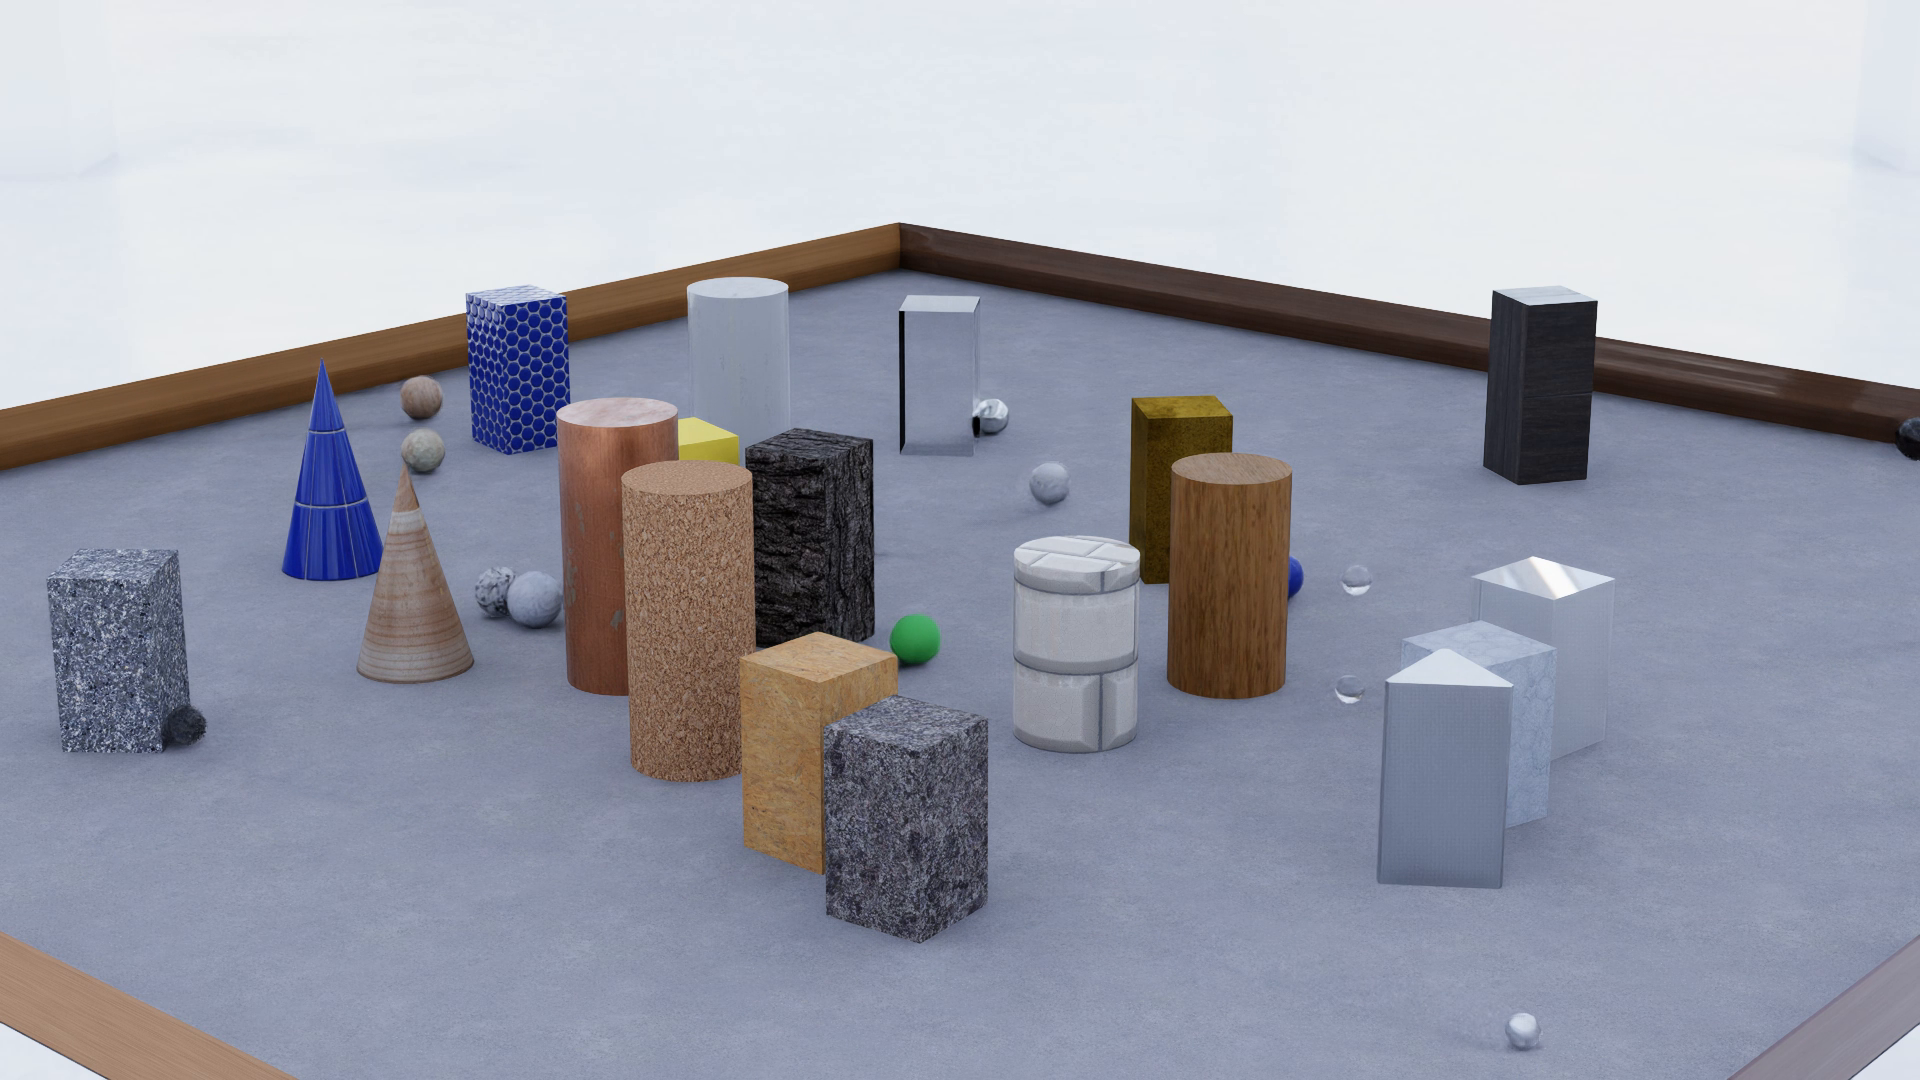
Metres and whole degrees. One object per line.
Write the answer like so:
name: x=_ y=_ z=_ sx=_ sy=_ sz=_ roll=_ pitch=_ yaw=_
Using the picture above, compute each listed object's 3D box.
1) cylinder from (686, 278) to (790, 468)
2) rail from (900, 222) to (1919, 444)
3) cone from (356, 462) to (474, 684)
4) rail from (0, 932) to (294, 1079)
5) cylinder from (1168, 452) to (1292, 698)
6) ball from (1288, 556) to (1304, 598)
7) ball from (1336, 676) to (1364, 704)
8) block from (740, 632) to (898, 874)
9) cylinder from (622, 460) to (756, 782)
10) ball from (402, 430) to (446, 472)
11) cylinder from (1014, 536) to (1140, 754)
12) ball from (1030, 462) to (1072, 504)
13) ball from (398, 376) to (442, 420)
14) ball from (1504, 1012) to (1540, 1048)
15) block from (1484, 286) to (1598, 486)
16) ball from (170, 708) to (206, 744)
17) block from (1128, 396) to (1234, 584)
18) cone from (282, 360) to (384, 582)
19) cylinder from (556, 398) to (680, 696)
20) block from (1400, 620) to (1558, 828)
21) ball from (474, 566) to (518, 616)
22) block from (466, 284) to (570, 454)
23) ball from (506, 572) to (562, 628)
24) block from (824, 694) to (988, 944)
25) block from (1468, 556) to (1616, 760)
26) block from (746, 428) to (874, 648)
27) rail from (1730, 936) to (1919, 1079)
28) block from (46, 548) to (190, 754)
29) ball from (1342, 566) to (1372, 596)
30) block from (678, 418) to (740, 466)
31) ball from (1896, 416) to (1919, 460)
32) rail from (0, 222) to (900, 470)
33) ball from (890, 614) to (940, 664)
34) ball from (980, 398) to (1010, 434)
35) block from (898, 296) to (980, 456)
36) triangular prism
cylinder: x=-0.415 y=-0.260 z=5.537 sx=0.189 sy=0.441 sz=0.189 roll=0 pitch=17 yaw=0
rail: x=1.317 y=-0.408 z=6.573 sx=3.961 sy=0.123 sz=0.045 roll=14 pitch=22 yaw=39
cone: x=-0.885 y=0.037 z=4.718 sx=0.189 sy=0.346 sz=0.189 roll=0 pitch=17 yaw=0
rail: x=-1.317 y=0.470 z=3.669 sx=3.961 sy=0.123 sz=0.045 roll=14 pitch=22 yaw=39
cylinder: x=0.426 y=0.055 z=4.650 sx=0.189 sy=0.350 sz=0.189 roll=0 pitch=17 yaw=0
ball: x=0.555 y=0.063 z=5.084 sx=0.083 sy=0.083 sz=0.083 roll=0 pitch=17 yaw=0
ball: x=0.611 y=0.234 z=4.588 sx=0.045 sy=0.045 sz=0.045 roll=0 pitch=17 yaw=0
block: x=-0.191 y=0.289 z=4.008 sx=0.151 sy=0.274 sz=0.151 roll=15 pitch=22 yaw=40
cylinder: x=-0.395 y=0.117 z=4.298 sx=0.189 sy=0.435 sz=0.189 roll=0 pitch=17 yaw=0
ball: x=-1.076 y=-0.179 z=5.881 sx=0.087 sy=0.087 sz=0.087 roll=0 pitch=17 yaw=0
cylinder: x=0.175 y=0.156 z=4.430 sx=0.189 sy=0.284 sz=0.189 roll=0 pitch=17 yaw=0
ball: x=0.174 y=-0.108 z=5.657 sx=0.081 sy=0.081 sz=0.081 roll=0 pitch=17 yaw=0
ball: x=-1.157 y=-0.305 z=6.287 sx=0.093 sy=0.093 sz=0.093 roll=0 pitch=17 yaw=0
ball: x=0.662 y=0.578 z=3.453 sx=0.042 sy=0.042 sz=0.042 roll=0 pitch=17 yaw=0
block: x=1.153 y=-0.309 z=5.833 sx=0.151 sy=0.363 sz=0.151 roll=-5 pitch=18 yaw=-17
ball: x=-1.163 y=0.280 z=4.418 sx=0.054 sy=0.054 sz=0.054 roll=0 pitch=17 yaw=0
block: x=0.391 y=-0.091 z=5.216 sx=0.151 sy=0.302 sz=0.151 roll=-2 pitch=17 yaw=-7
cone: x=-1.126 y=-0.138 z=5.227 sx=0.189 sy=0.387 sz=0.189 roll=0 pitch=17 yaw=0
cylinder: x=-0.536 y=0.009 z=4.651 sx=0.189 sy=0.438 sz=0.189 roll=0 pitch=17 yaw=0
block: x=0.725 y=0.265 z=4.129 sx=0.151 sy=0.251 sz=0.151 roll=-11 pitch=20 yaw=-33
ball: x=-0.786 y=0.087 z=5.006 sx=0.083 sy=0.083 sz=0.083 roll=0 pitch=17 yaw=0
block: x=-0.913 y=-0.354 z=6.070 sx=0.151 sy=0.313 sz=0.151 roll=-12 pitch=21 yaw=-35
ball: x=-0.717 y=0.100 z=4.943 sx=0.094 sy=0.094 sz=0.094 roll=0 pitch=17 yaw=0
block: x=-0.069 y=0.359 z=3.799 sx=0.151 sy=0.261 sz=0.151 roll=12 pitch=20 yaw=33
block: x=0.869 y=0.178 z=4.407 sx=0.151 sy=0.255 sz=0.151 roll=-15 pitch=22 yaw=-40
block: x=-0.246 y=0.004 z=4.838 sx=0.151 sy=0.339 sz=0.151 roll=9 pitch=19 yaw=29
rail: x=1.478 y=0.402 z=3.893 sx=0.045 sy=0.123 sz=4.065 roll=14 pitch=22 yaw=39
block: x=-1.265 y=0.166 z=4.419 sx=0.151 sy=0.272 sz=0.151 roll=1 pitch=17 yaw=2
ball: x=0.692 y=0.071 z=5.113 sx=0.052 sy=0.052 sz=0.052 roll=0 pitch=17 yaw=0
block: x=-0.471 y=-0.019 z=4.924 sx=0.151 sy=0.333 sz=0.151 roll=-11 pitch=20 yaw=-32
ball: x=1.950 y=-0.207 z=5.971 sx=0.088 sy=0.088 sz=0.088 roll=0 pitch=17 yaw=0
rail: x=-1.478 y=-0.340 z=6.349 sx=0.045 sy=0.123 sz=4.065 roll=14 pitch=22 yaw=39
ball: x=-0.073 y=0.162 z=4.761 sx=0.082 sy=0.082 sz=0.082 roll=0 pitch=17 yaw=0
ball: x=0.067 y=-0.260 z=6.169 sx=0.075 sy=0.075 sz=0.075 roll=0 pitch=17 yaw=0
block: x=-0.041 y=-0.339 z=6.037 sx=0.151 sy=0.302 sz=0.151 roll=2 pitch=17 yaw=5
triangular prism: x=0.648 y=0.304 z=3.939 sx=0.164 sy=0.286 sz=0.142 roll=2 pitch=17 yaw=6
